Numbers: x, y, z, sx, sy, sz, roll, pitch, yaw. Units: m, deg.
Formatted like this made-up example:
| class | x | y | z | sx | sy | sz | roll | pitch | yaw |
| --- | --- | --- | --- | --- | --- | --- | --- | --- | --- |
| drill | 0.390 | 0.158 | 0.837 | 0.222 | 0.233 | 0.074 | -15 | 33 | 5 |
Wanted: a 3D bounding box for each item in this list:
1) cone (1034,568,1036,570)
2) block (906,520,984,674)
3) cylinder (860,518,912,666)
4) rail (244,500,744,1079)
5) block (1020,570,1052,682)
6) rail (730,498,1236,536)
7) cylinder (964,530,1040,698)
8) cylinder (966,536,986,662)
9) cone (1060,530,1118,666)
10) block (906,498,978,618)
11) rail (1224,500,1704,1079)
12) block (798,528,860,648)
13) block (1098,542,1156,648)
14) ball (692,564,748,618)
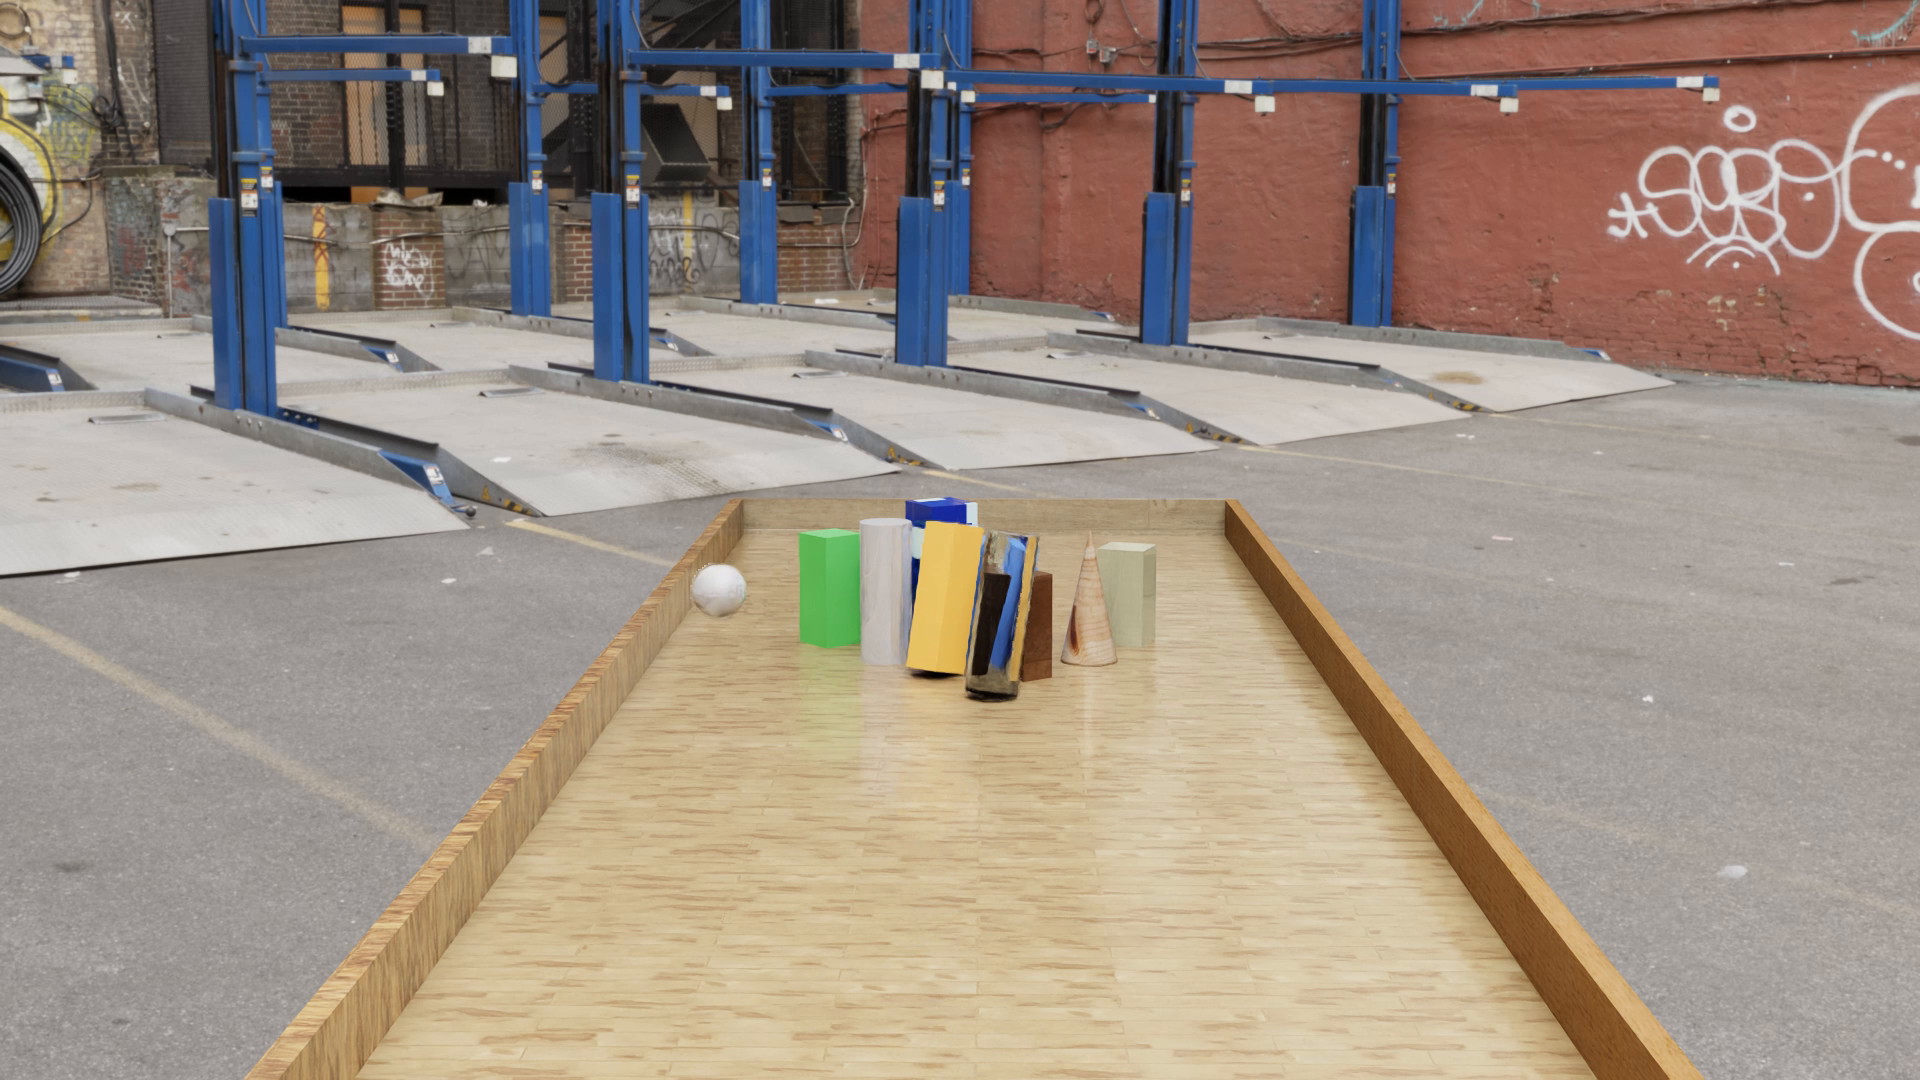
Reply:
| class | x | y | z | sx | sy | sz | roll | pitch | yaw |
| --- | --- | --- | --- | --- | --- | --- | --- | --- | --- |
| cone | 0.215 | 0.147 | 6.962 | 0.161 | 0.351 | 0.161 | 0 | 9 | 0 |
| block | -0.044 | 0.169 | 6.491 | 0.121 | 0.435 | 0.121 | 7 | -2 | 43 |
| cylinder | -0.225 | 0.155 | 6.675 | 0.159 | 0.425 | 0.159 | 0 | 9 | 0 |
| rail | -1.004 | 0.839 | 3.234 | 0.050 | 0.150 | 12.000 | 0 | 9 | 1 |
| block | 0.197 | 0.250 | 6.447 | 0.105 | 0.309 | 0.105 | -7 | 11 | -36 |
| rail | 0.099 | -0.098 | 9.147 | 2.100 | 0.150 | 0.050 | 0 | 9 | 1 |
| cylinder | 0.118 | 0.207 | 6.195 | 0.150 | 0.453 | 0.150 | 8 | 3 | 0 |
| cylinder | 0.081 | 0.182 | 6.690 | 0.172 | 0.366 | 0.172 | 0 | 9 | 0 |
| cone | 0.392 | 0.163 | 6.657 | 0.175 | 0.414 | 0.175 | 0 | 9 | 0 |
| block | -0.059 | 0.104 | 6.911 | 0.164 | 0.451 | 0.164 | -5 | 11 | -31 |
| rail | 1.046 | 0.843 | 3.208 | 0.050 | 0.150 | 12.000 | 0 | 9 | 1 |
| block | -0.407 | 0.151 | 6.943 | 0.143 | 0.349 | 0.143 | -7 | 12 | -39 |
| block | 0.527 | 0.171 | 6.959 | 0.150 | 0.304 | 0.150 | 3 | 10 | 21 |
| ball | -0.734 | 0.157 | 6.721 | 0.167 | 0.167 | 0.167 | 0 | 9 | 0 |
